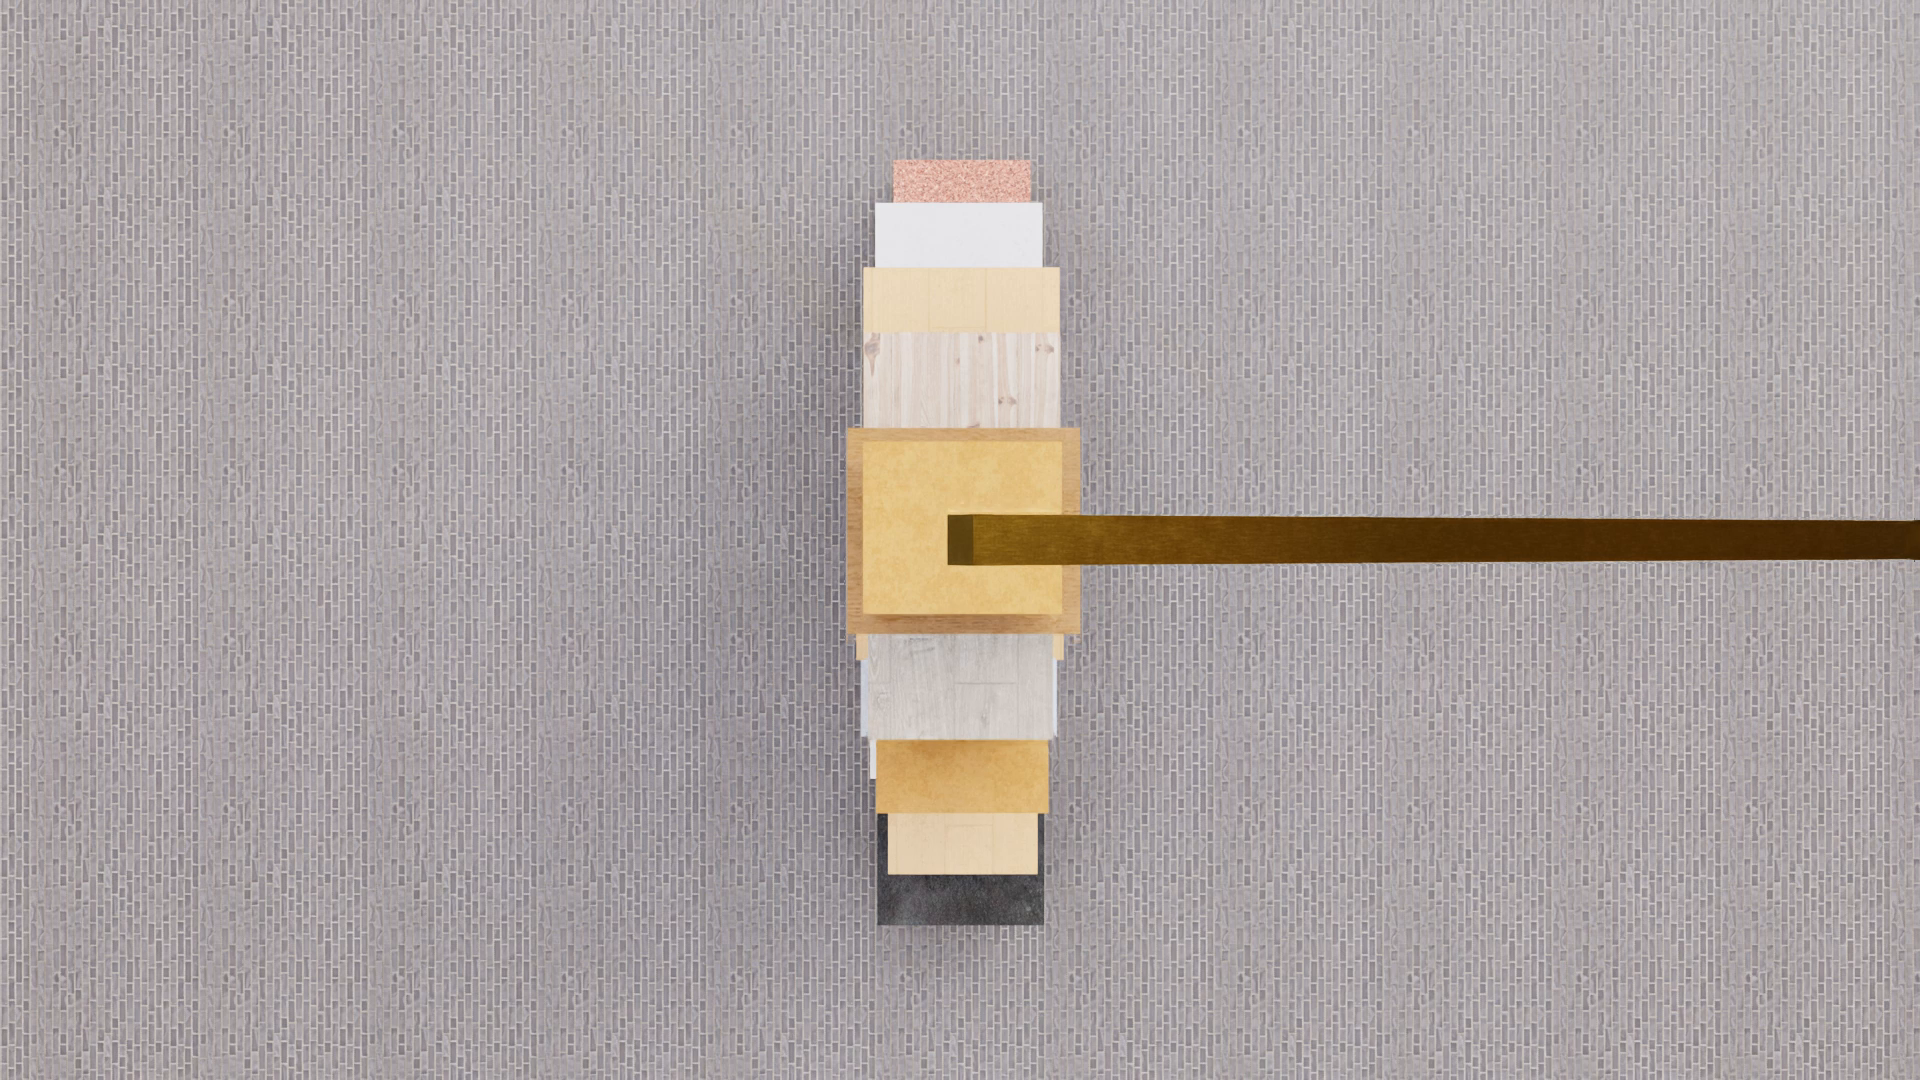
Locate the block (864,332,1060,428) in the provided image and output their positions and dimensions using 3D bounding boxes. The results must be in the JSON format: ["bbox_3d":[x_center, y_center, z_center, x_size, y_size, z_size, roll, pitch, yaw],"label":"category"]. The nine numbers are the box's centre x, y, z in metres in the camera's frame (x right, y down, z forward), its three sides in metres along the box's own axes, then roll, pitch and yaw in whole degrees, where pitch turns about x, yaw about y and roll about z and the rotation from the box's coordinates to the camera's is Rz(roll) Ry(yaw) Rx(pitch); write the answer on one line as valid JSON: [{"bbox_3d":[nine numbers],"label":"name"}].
[{"bbox_3d":[0.009,-0.390,9.078,0.778,0.714,0.859,0,89,0],"label":"block"}]

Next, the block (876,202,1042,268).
[{"bbox_3d":[-0.006,-1.297,11.752,0.861,0.841,0.880,0,90,0],"label":"block"}]

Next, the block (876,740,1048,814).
[{"bbox_3d":[0.011,0.866,10.023,0.755,0.770,0.662,0,90,0],"label":"block"}]

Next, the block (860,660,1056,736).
[{"bbox_3d":[-0.006,0.495,11.739,0.999,1.060,1.015,0,90,0],"label":"block"}]

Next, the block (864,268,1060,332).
[{"bbox_3d":[0.007,-0.779,10.077,0.861,0.848,0.837,0,90,0],"label":"block"}]

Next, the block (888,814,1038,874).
[{"bbox_3d":[0.014,1.375,11.750,0.778,0.635,0.725,0,90,0],"label":"block"}]

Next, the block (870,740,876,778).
[{"bbox_3d":[-0.019,0.770,10.809,0.811,0.801,0.719,0,90,0],"label":"block"}]

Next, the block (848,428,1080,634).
[{"bbox_3d":[0.013,-0.027,8.191,0.822,0.874,0.728,0,89,0],"label":"block"}]

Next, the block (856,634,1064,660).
[{"bbox_3d":[0.000,0.081,9.921,0.887,0.983,0.876,0,89,0],"label":"block"}]

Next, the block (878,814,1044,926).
[{"bbox_3d":[0.004,1.673,12.534,0.916,0.933,0.882,0,90,0],"label":"block"}]

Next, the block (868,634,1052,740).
[{"bbox_3d":[0.002,0.418,9.024,0.725,0.803,0.738,0,89,0],"label":"block"}]

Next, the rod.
[{"bbox_3d":[2.234,0.000,4.780,5.200,0.080,0.080,0,90,-31],"label":"rod"}]

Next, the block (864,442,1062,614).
[{"bbox_3d":[0.008,-0.036,7.420,0.641,0.666,0.557,0,89,0],"label":"block"}]

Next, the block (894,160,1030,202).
[{"bbox_3d":[0.011,-1.725,12.613,0.762,0.773,0.777,0,90,0],"label":"block"}]
